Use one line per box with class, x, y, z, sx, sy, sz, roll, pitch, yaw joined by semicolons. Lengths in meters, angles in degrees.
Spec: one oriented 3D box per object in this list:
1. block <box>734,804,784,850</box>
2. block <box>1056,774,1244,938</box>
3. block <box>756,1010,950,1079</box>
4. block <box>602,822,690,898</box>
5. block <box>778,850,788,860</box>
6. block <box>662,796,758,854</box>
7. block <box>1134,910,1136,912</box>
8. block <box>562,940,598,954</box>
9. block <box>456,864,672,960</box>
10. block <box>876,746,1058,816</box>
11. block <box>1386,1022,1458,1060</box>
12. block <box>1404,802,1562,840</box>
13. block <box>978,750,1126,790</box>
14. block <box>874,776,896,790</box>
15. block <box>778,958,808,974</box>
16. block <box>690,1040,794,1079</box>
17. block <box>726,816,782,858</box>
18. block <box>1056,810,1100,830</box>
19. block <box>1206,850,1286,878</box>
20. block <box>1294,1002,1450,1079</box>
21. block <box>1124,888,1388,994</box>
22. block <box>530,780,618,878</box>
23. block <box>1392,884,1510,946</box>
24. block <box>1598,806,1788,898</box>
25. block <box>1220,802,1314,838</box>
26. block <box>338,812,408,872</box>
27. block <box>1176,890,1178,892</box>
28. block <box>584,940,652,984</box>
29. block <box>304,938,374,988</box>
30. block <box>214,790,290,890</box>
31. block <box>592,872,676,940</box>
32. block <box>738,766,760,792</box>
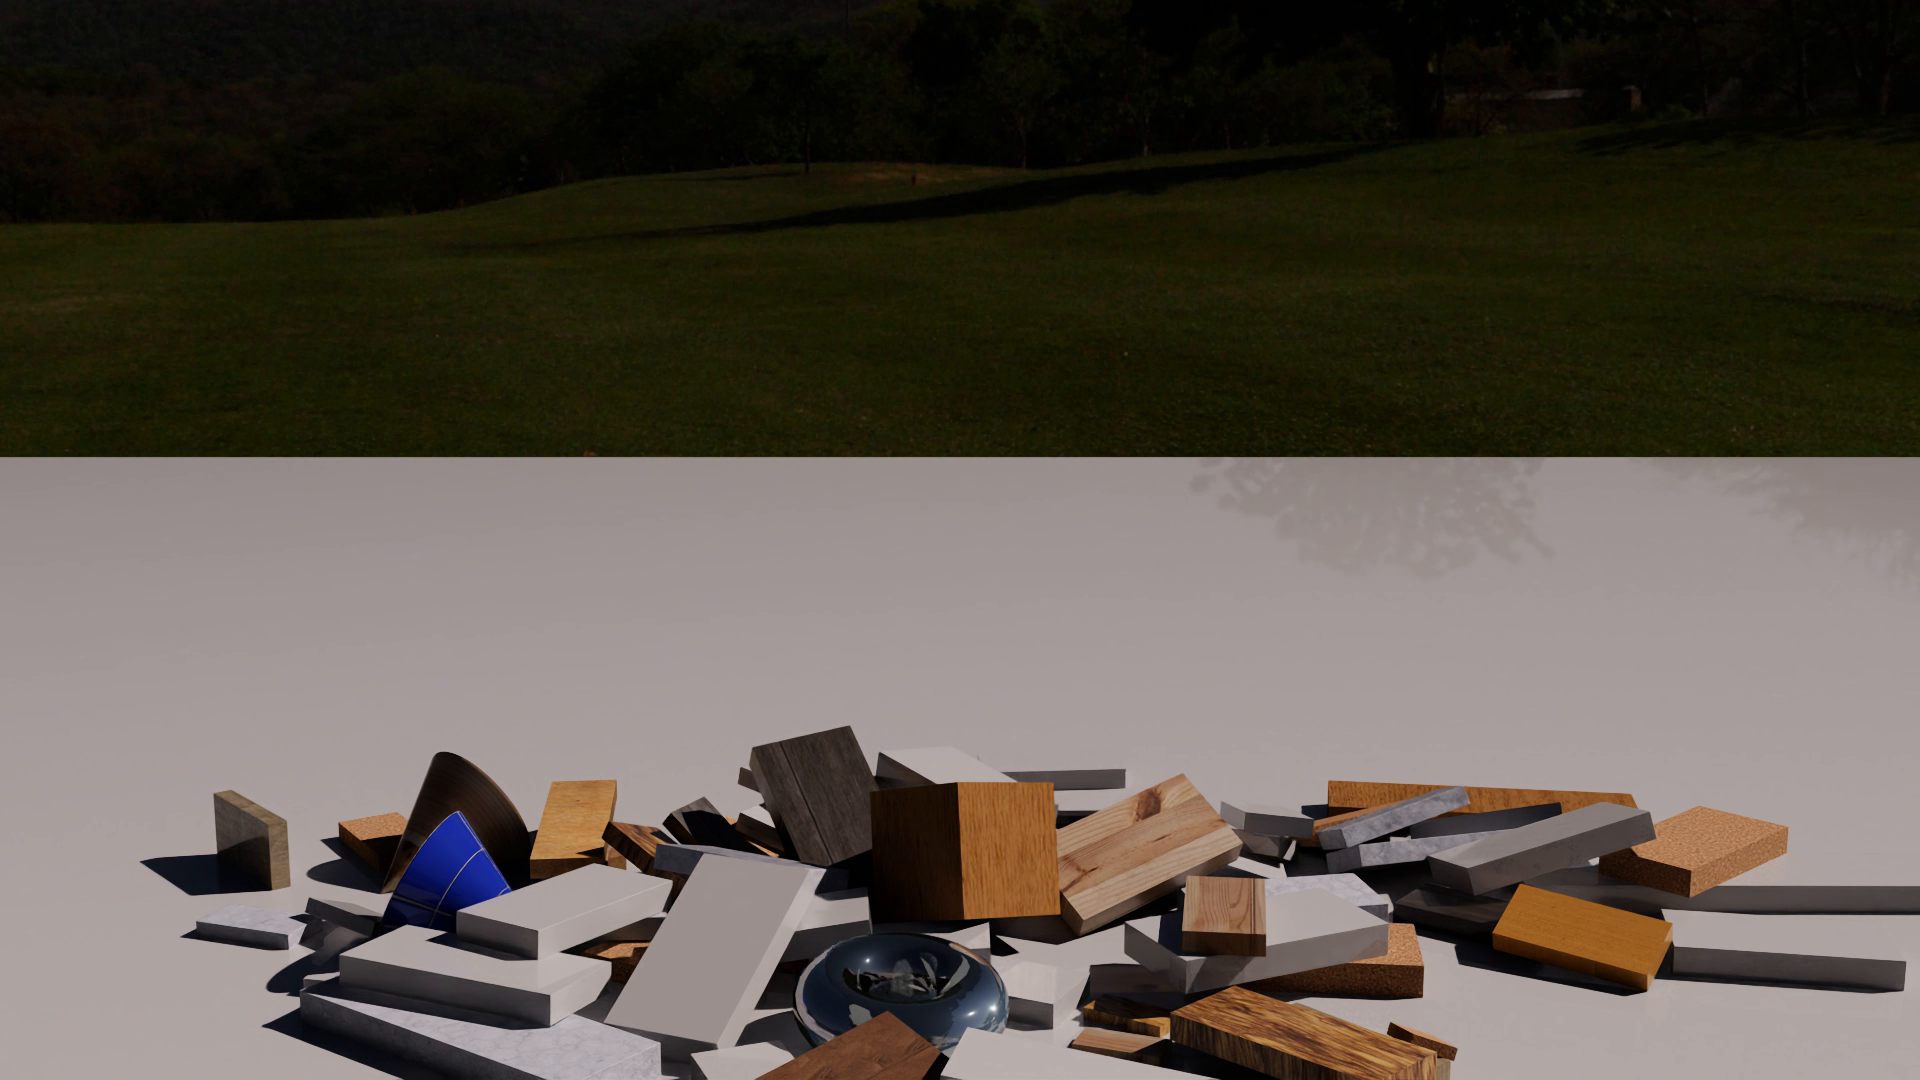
block;-0.261;0.514;3.763;0.224;0.032;0.112;21;10;18
block;0.280;0.509;3.576;0.329;0.047;0.164;-20;52;-29
block;-0.139;0.708;2.737;0.171;0.049;0.343;32;26;28
block;-0.471;0.524;3.555;0.220;0.031;0.110;29;7;40
block;-0.272;0.566;3.580;0.110;0.031;0.220;10;23;19
block;-0.392;0.519;3.642;0.201;0.028;0.100;45;26;13
block;0.151;0.525;3.660;0.310;0.044;0.155;17;11;1
block;-0.662;0.624;3.415;0.180;0.026;0.090;-5;11;-24
block;-0.589;0.554;3.298;0.155;0.044;0.310;7;9;30
block;0.009;0.422;3.723;0.155;0.044;0.310;0;14;-37
block;0.627;0.681;2.989;0.063;0.018;0.125;18;-6;-1
block;0.911;0.497;3.831;0.258;0.037;0.129;-9;-12;7
block;0.177;0.451;4.309;0.275;0.039;0.138;-1;11;-5
block;-0.045;0.505;3.698;0.310;0.044;0.155;26;18;14
block;-0.296;0.598;3.415;0.220;0.031;0.110;19;27;36
block;-0.257;0.723;2.858;0.125;0.035;0.249;-4;11;-21
block;-0.326;0.532;3.738;0.201;0.028;0.100;20;14;9
block;0.252;0.518;3.773;0.207;0.104;0.029;0;11;-1
block;0.443;0.541;3.682;0.207;0.029;0.104;18;11;-1
block;0.515;0.699;2.978;0.132;0.037;0.265;-9;14;-40
block;0.439;0.590;3.260;0.349;0.049;0.175;-5;12;-25
block;-0.659;0.491;3.773;0.116;0.033;0.437;-1;11;-6
block;0.826;0.603;3.506;0.238;0.034;0.119;8;13;37
block;1.228;0.518;3.676;0.327;0.046;0.163;-10;14;-42
block;0.530;0.485;3.816;0.117;0.033;0.235;6;-3;-3
block;-1.011;0.533;3.892;0.109;0.031;0.218;-7;13;-33
block;0.308;0.535;3.657;0.207;0.029;0.103;19;11;2
block;-0.429;0.640;3.303;0.249;0.035;0.125;7;12;32
block;-0.907;0.644;3.313;0.087;0.025;0.174;2;11;11
block;-1.215;0.513;3.769;0.033;0.116;0.231;-9;14;-40
block;-0.516;0.576;3.471;0.125;0.035;0.249;-1;7;-3
block;-0.270;0.440;3.851;0.224;0.032;0.112;16;9;39
